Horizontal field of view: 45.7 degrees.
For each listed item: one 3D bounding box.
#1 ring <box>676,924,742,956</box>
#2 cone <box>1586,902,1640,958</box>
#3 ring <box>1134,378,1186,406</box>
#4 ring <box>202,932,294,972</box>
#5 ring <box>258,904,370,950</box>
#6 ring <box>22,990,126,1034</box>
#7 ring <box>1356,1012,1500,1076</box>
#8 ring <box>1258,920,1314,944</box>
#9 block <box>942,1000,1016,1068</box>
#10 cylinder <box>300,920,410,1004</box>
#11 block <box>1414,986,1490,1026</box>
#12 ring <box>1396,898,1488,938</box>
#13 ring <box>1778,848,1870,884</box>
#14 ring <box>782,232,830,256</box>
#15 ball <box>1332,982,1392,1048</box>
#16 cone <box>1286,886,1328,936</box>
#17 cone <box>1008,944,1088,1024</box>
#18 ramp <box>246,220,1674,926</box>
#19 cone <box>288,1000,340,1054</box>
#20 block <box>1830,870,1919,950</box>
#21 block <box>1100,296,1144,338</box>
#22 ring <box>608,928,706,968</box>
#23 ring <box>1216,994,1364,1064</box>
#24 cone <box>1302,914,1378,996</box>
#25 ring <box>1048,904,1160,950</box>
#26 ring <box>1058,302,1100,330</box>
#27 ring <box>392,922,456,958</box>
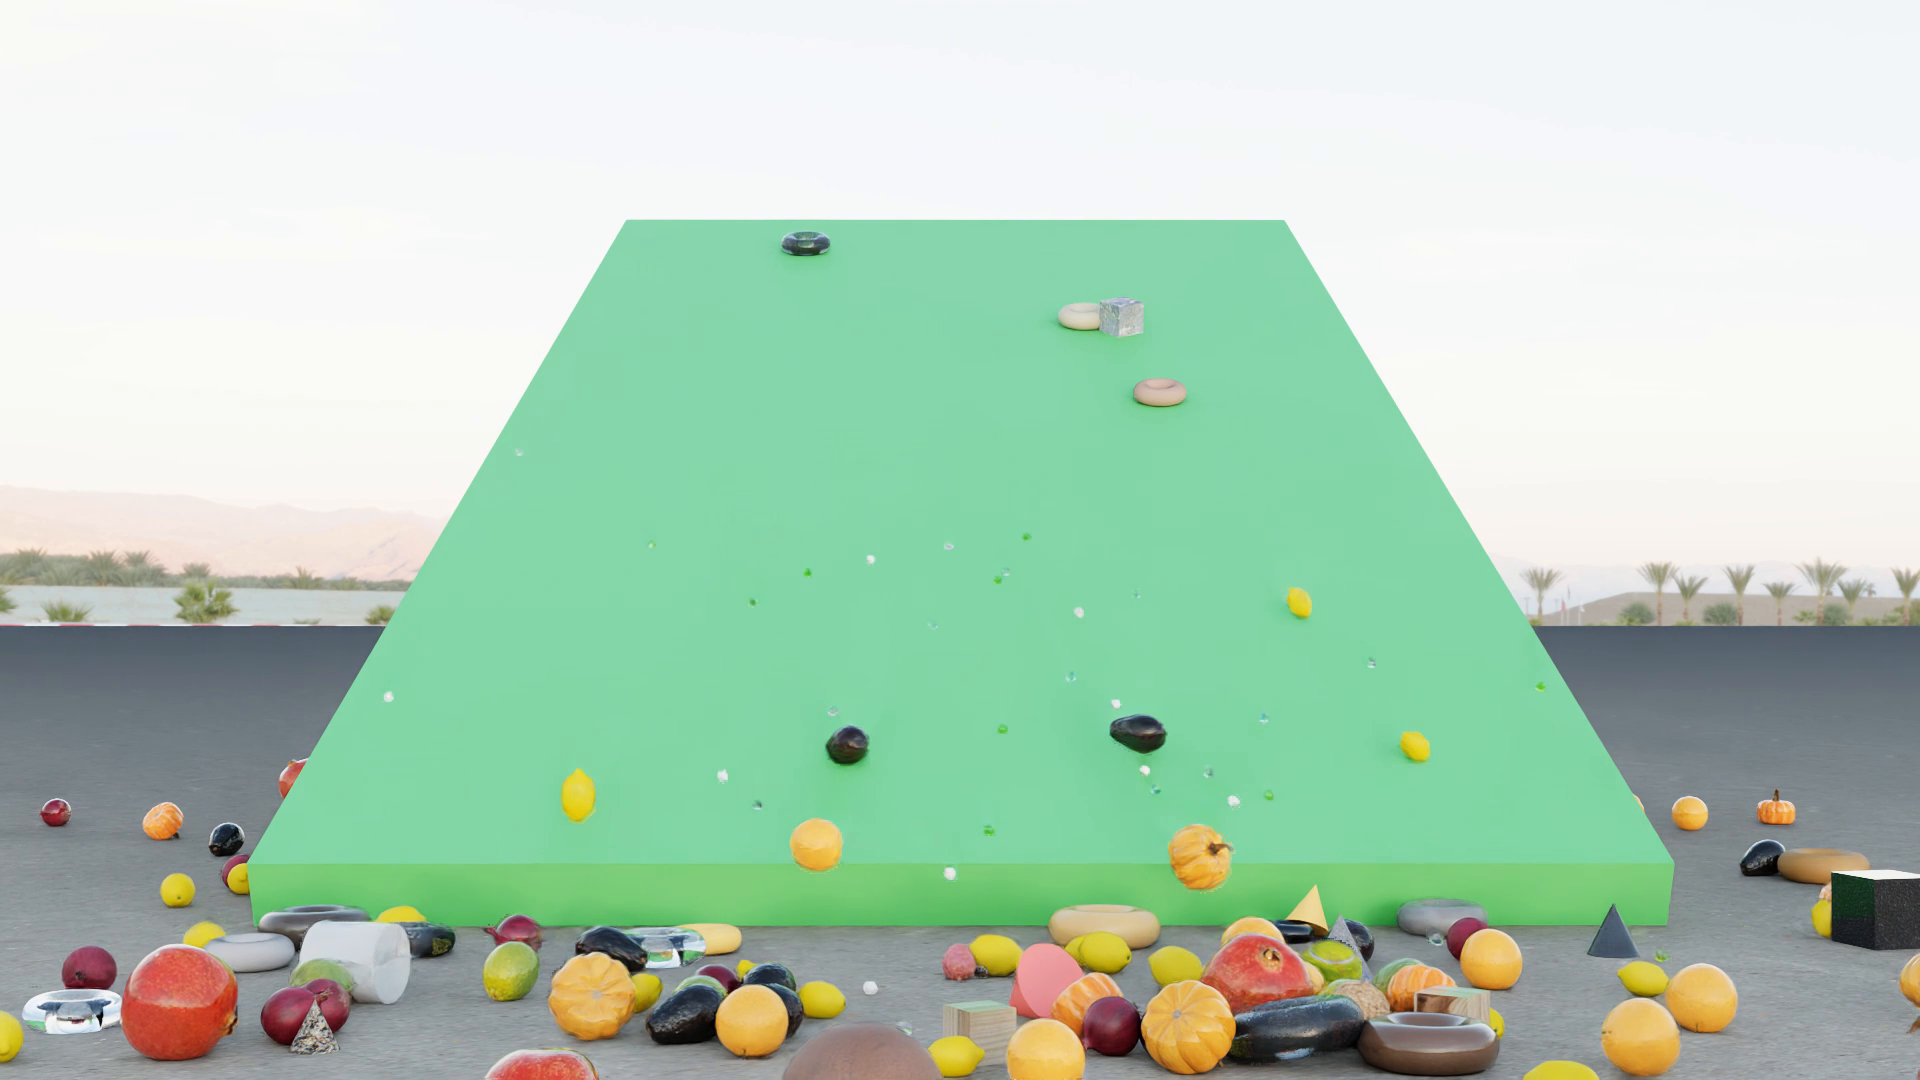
[{"bbox_3d":[-0.335,0.521,2.976,0.101,0.034,0.101,-1,-3,0],"label":"ring"},{"bbox_3d":[0.846,0.503,2.953,0.067,0.067,0.067,0,-2,0],"label":"cone"},{"bbox_3d":[0.456,-0.338,5.208,0.122,0.041,0.122,-1,22,0],"label":"ring"},{"bbox_3d":[-0.887,0.514,2.842,0.112,0.037,0.112,-1,-1,0],"label":"ring"},{"bbox_3d":[-0.858,0.515,3.036,0.148,0.049,0.148,-1,-3,0],"label":"ring"},{"bbox_3d":[-0.942,0.502,2.426,0.104,0.035,0.104,1,-1,0],"label":"ring"},{"bbox_3d":[0.454,0.489,2.215,0.137,0.046,0.137,0,-3,0],"label":"ring"},{"bbox_3d":[0.439,0.528,3.075,0.077,0.026,0.077,4,-1,0],"label":"ring"},{"bbox_3d":[0.019,0.486,2.245,0.053,0.053,0.053,1,-2,-30],"label":"block"},{"bbox_3d":[-0.686,0.479,2.587,0.090,0.090,0.090,0,-2,14],"label":"cylinder"},{"bbox_3d":[0.498,0.486,2.307,0.057,0.057,0.057,-1,-2,35],"label":"block"},{"bbox_3d":[0.668,0.523,3.159,0.126,0.042,0.126,-1,-1,0],"label":"ring"},{"bbox_3d":[1.433,0.542,3.784,0.146,0.049,0.146,0,-1,0],"label":"ring"},{"bbox_3d":[-0.442,-0.850,6.537,0.143,0.048,0.143,0,22,0],"label":"ring"},{"bbox_3d":[0.403,0.481,2.310,0.067,0.067,0.067,0,-2,0],"label":"ball"},{"bbox_3d":[0.480,0.501,3.120,0.063,0.063,0.063,15,-22,6],"label":"cone"},{"bbox_3d":[0.076,0.500,2.494,0.091,0.091,0.091,1,-29,-37],"label":"cone"},{"bbox_3d":[-0.006,-0.214,5.079,2.000,0.100,4.000,0,21,0],"label":"ramp"},{"bbox_3d":[-0.651,0.488,2.299,0.051,0.051,0.051,0,-2,0],"label":"cone"},{"bbox_3d":[1.233,0.494,3.046,0.093,0.093,0.093,0,-2,-14],"label":"block"},{"bbox_3d":[0.407,-0.562,5.742,0.078,0.078,0.078,-14,25,-33],"label":"block"},{"bbox_3d":[-0.382,0.514,2.874,0.124,0.041,0.124,-1,-3,0],"label":"ring"},{"bbox_3d":[0.325,0.480,2.242,0.147,0.049,0.147,-9,-7,-1],"label":"ring"},{"bbox_3d":[0.443,0.480,2.656,0.092,0.092,0.092,0,-2,0],"label":"cone"},{"bbox_3d":[0.192,0.515,3.036,0.150,0.050,0.150,1,-3,0],"label":"ring"},{"bbox_3d":[0.317,-0.570,5.808,0.136,0.045,0.136,-1,22,0],"label":"ring"},{"bbox_3d":[-0.713,0.518,2.952,0.116,0.039,0.116,0,-3,0],"label":"ring"}]
